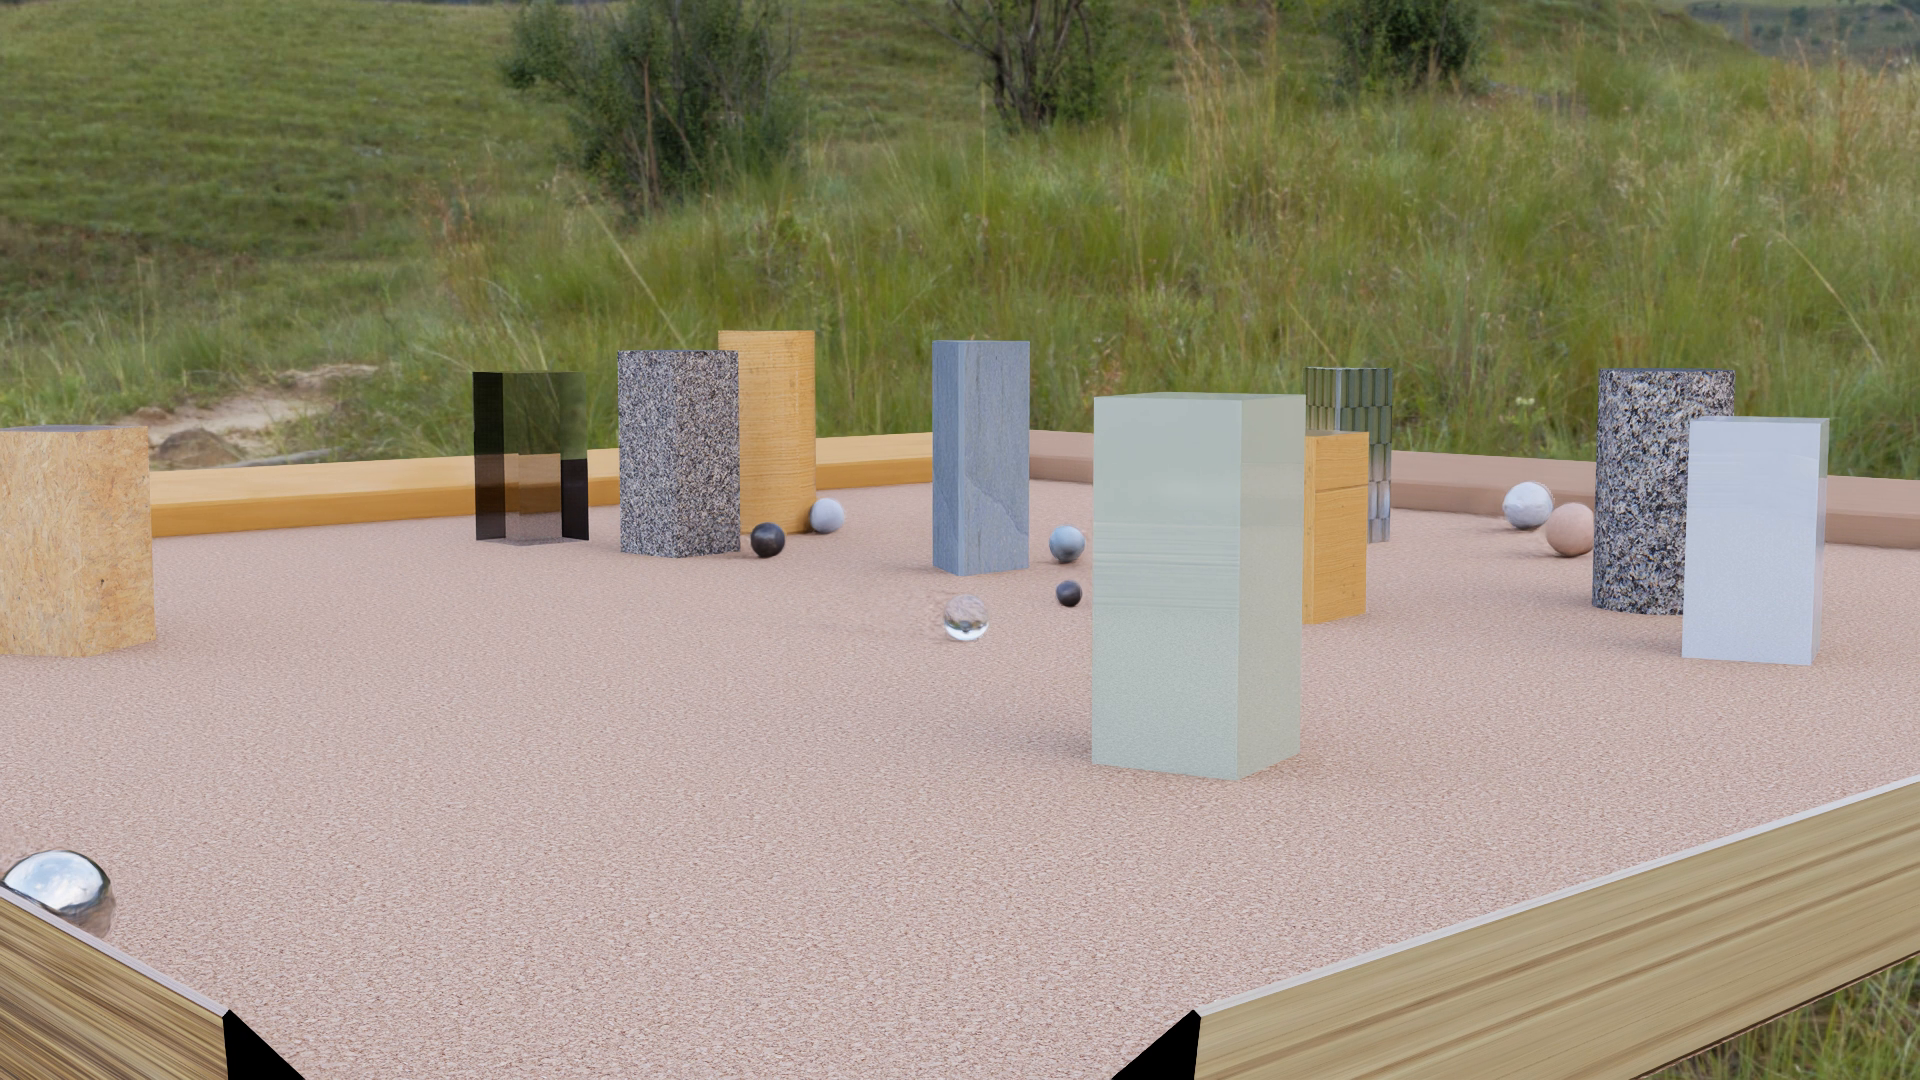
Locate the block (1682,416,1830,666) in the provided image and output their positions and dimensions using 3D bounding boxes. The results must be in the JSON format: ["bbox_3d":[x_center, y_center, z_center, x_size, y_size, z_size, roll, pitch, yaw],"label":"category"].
[{"bbox_3d":[1.030,-0.004,2.844,0.155,0.303,0.155,3,7,25],"label":"block"}]

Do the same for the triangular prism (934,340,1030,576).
[{"bbox_3d":[0.008,-0.145,3.767,0.145,0.391,0.168,6,8,44],"label":"triangular prism"}]

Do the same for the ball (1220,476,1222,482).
[{"bbox_3d":[0.656,-0.139,5.196,0.081,0.081,0.081,0,6,0],"label":"ball"}]

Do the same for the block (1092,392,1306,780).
[{"bbox_3d":[0.236,0.038,2.170,0.155,0.360,0.155,4,7,31],"label":"block"}]

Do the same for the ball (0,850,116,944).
[{"bbox_3d":[-0.616,0.250,1.495,0.079,0.079,0.079,0,6,0],"label":"ball"}]

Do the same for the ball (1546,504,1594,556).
[{"bbox_3d":[1.106,-0.018,3.967,0.097,0.097,0.097,0,6,0],"label":"ball"}]

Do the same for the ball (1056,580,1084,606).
[{"bbox_3d":[0.164,0.080,3.302,0.041,0.041,0.041,0,6,0],"label":"ball"}]

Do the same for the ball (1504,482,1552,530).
[{"bbox_3d":[1.146,-0.068,4.441,0.096,0.096,0.096,0,6,0],"label":"ball"}]

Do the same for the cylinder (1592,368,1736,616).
[{"bbox_3d":[1.050,-0.076,3.286,0.194,0.355,0.194,0,6,0],"label":"cylinder"}]

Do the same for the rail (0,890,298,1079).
[{"bbox_3d":[-1.329,0.161,2.112,0.045,0.126,3.586,-6,8,-42],"label":"rail"}]

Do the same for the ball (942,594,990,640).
[{"bbox_3d":[0.008,0.104,2.963,0.063,0.063,0.063,0,6,0],"label":"ball"}]

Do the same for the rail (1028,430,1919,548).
[{"bbox_3d":[1.329,-0.095,4.552,0.045,0.126,3.586,-6,8,-42],"label":"rail"}]

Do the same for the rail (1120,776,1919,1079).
[{"bbox_3d":[1.200,0.168,2.039,3.665,0.126,0.045,-6,8,-42],"label":"rail"}]

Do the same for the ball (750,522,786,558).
[{"bbox_3d":[-0.346,0.000,3.954,0.064,0.064,0.064,0,6,0],"label":"ball"}]

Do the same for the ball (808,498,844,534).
[{"bbox_3d":[-0.266,-0.047,4.374,0.070,0.070,0.070,0,6,0],"label":"ball"}]

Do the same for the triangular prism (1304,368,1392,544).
[{"bbox_3d":[0.715,-0.163,4.216,0.168,0.333,0.145,-6,8,-43],"label":"triangular prism"}]

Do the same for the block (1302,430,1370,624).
[{"bbox_3d":[0.487,-0.024,3.208,0.155,0.266,0.155,5,8,38],"label":"block"}]

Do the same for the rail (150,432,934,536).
[{"bbox_3d":[-1.200,-0.103,4.625,3.665,0.126,0.045,-6,8,-42],"label":"rail"}]

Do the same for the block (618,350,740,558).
[{"bbox_3d":[-0.514,-0.162,4.030,0.155,0.369,0.155,5,8,40],"label":"block"}]

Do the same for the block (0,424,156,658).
[{"bbox_3d":[-1.180,-0.003,2.900,0.155,0.289,0.155,1,6,13],"label":"block"}]

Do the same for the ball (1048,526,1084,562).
[{"bbox_3d":[0.189,0.007,3.885,0.064,0.064,0.064,0,6,0],"label":"ball"}]

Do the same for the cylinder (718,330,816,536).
[{"bbox_3d":[-0.386,-0.219,4.417,0.194,0.402,0.194,0,6,0],"label":"cylinder"}]

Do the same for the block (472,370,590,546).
[{"bbox_3d":[-0.826,-0.161,4.231,0.155,0.325,0.155,-6,8,-44],"label":"block"}]
